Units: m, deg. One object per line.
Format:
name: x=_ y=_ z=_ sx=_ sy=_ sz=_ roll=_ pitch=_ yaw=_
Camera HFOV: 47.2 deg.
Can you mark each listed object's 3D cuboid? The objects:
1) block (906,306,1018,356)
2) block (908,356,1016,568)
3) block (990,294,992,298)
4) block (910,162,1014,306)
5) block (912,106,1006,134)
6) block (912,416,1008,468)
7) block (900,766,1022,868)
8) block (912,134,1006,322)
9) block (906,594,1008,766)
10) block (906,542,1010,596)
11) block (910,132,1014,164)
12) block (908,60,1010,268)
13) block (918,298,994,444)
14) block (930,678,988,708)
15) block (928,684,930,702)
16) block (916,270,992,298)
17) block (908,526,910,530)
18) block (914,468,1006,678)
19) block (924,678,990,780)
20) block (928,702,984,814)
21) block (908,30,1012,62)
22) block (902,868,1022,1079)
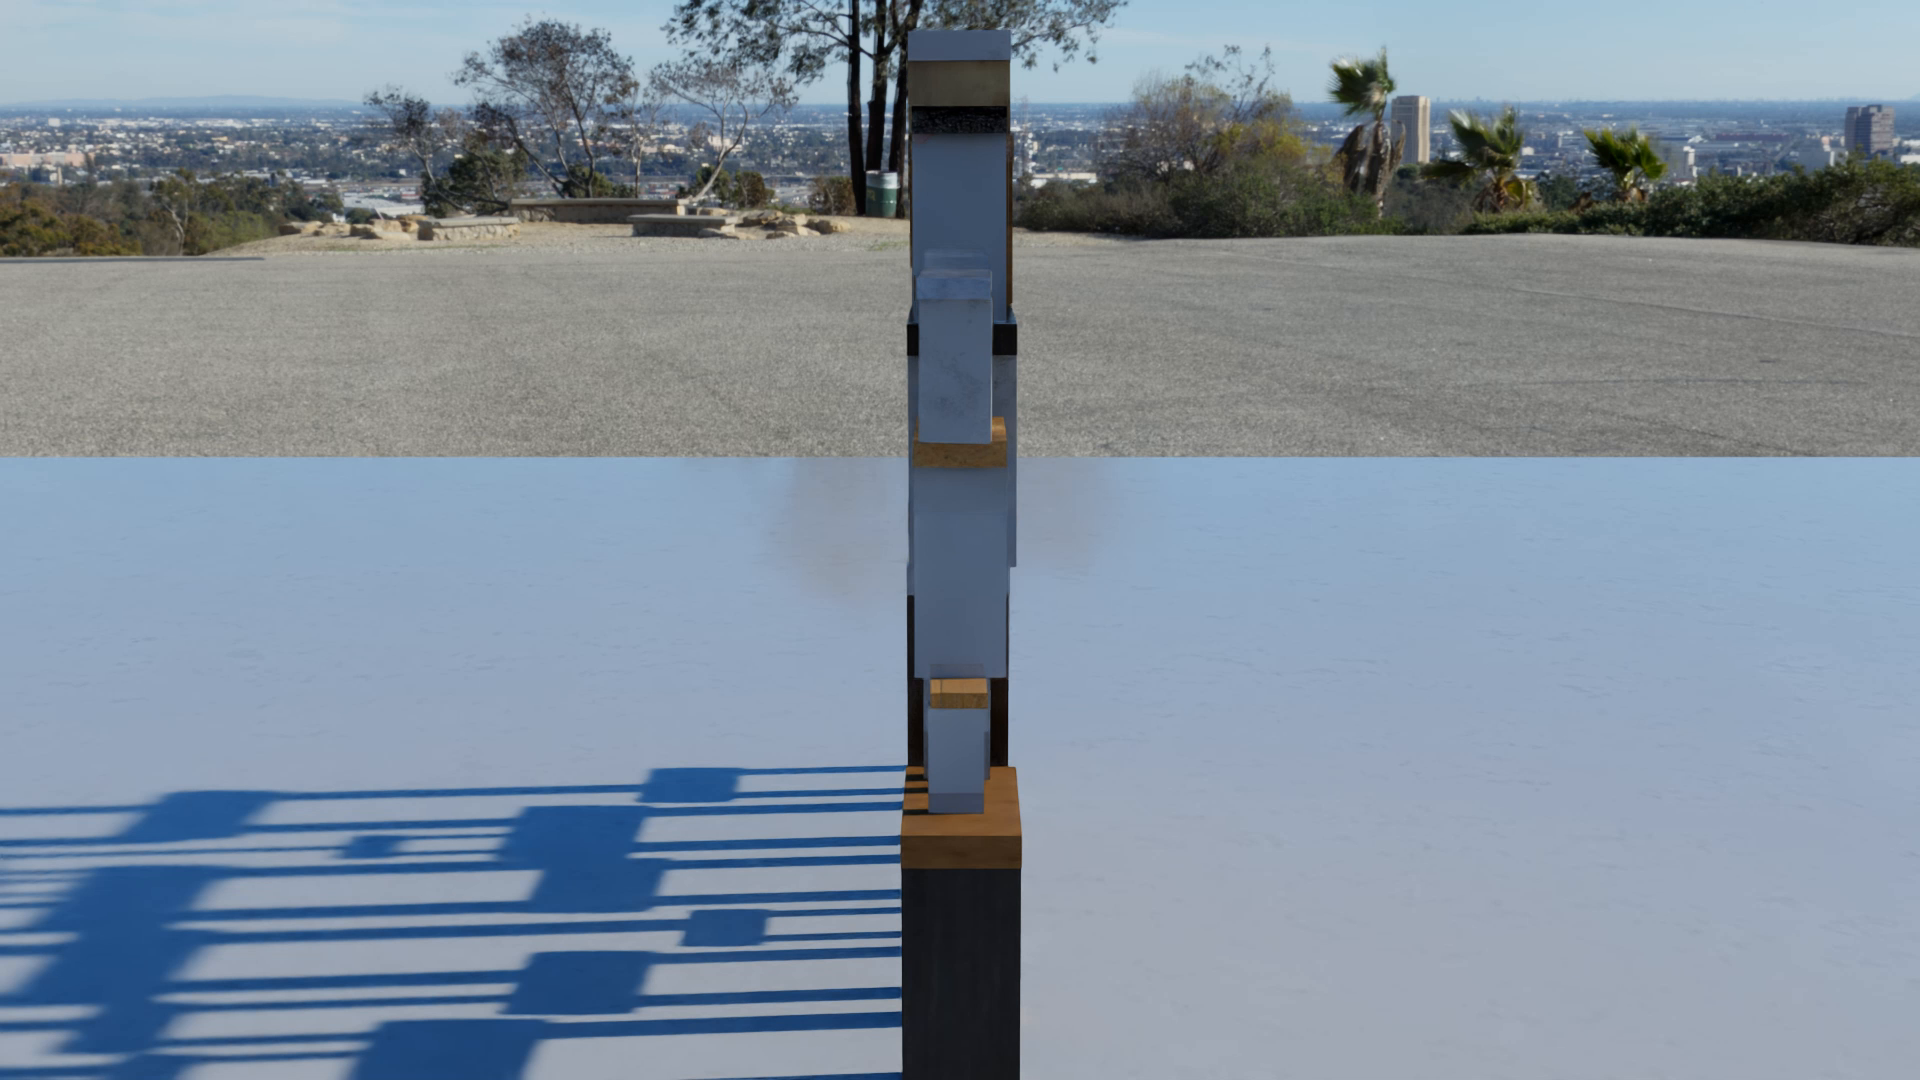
block: x=0.002 y=-0.311 z=3.258 sx=0.156 sy=0.044 sz=0.311 roll=0 pitch=11 yaw=0
block: x=0.004 y=-0.117 z=3.189 sx=0.156 sy=0.311 sz=0.044 roll=0 pitch=11 yaw=0
block: x=-0.004 y=-0.243 z=2.977 sx=0.094 sy=0.187 sz=0.027 roll=0 pitch=10 yaw=0
block: x=0.003 y=-0.443 z=3.539 sx=0.162 sy=0.324 sz=0.046 roll=0 pitch=10 yaw=0
block: x=-0.002 y=-0.608 z=3.182 sx=0.132 sy=0.037 sz=0.265 roll=0 pitch=11 yaw=0
block: x=0.000 y=-0.135 z=3.005 sx=0.123 sy=0.035 sz=0.247 roll=0 pitch=11 yaw=0
block: x=0.002 y=0.374 z=2.993 sx=0.157 sy=0.044 sz=0.313 roll=0 pitch=11 yaw=0
block: x=-0.001 y=-0.443 z=3.123 sx=0.132 sy=0.265 sz=0.037 roll=0 pitch=11 yaw=0
block: x=-0.003 y=0.219 z=3.286 sx=0.150 sy=0.301 sz=0.043 roll=0 pitch=11 yaw=0
block: x=-0.003 y=0.032 z=3.353 sx=0.150 sy=0.043 sz=0.301 roll=0 pitch=11 yaw=0
block: x=0.003 y=-0.645 z=3.612 sx=0.162 sy=0.046 sz=0.324 roll=0 pitch=11 yaw=0
block: x=-0.001 y=-0.654 z=3.835 sx=0.176 sy=0.353 sz=0.050 roll=-1 pitch=11 yaw=0
block: x=-0.005 y=-0.220 z=2.853 sx=0.094 sy=0.187 sz=0.027 roll=1 pitch=13 yaw=3
block: x=-0.002 y=0.198 z=2.958 sx=0.074 sy=0.021 sz=0.148 roll=0 pitch=11 yaw=-1
block: x=-0.006 y=0.272 z=3.021 sx=0.074 sy=0.148 sz=0.021 roll=0 pitch=11 yaw=-1
block: x=-0.006 y=-0.337 z=2.893 sx=0.094 sy=0.027 sz=0.187 roll=0 pitch=10 yaw=1
block: x=-0.003 y=-0.066 z=3.654 sx=0.157 sy=0.045 sz=0.315 roll=0 pitch=11 yaw=0
block: x=0.000 y=0.040 z=2.954 sx=0.123 sy=0.291 sz=0.035 roll=0 pitch=10 yaw=-1
block: x=-0.004 y=0.242 z=3.077 sx=0.093 sy=0.186 sz=0.026 roll=0 pitch=11 yaw=0
block: x=-0.005 y=0.290 z=2.924 sx=0.074 sy=0.148 sz=0.021 roll=0 pitch=11 yaw=0
block: x=-0.002 y=-0.874 z=3.914 sx=0.176 sy=0.050 sz=0.353 roll=-1 pitch=11 yaw=0
block: x=0.002 y=0.569 z=2.923 sx=0.157 sy=0.313 sz=0.044 roll=0 pitch=11 yaw=0
